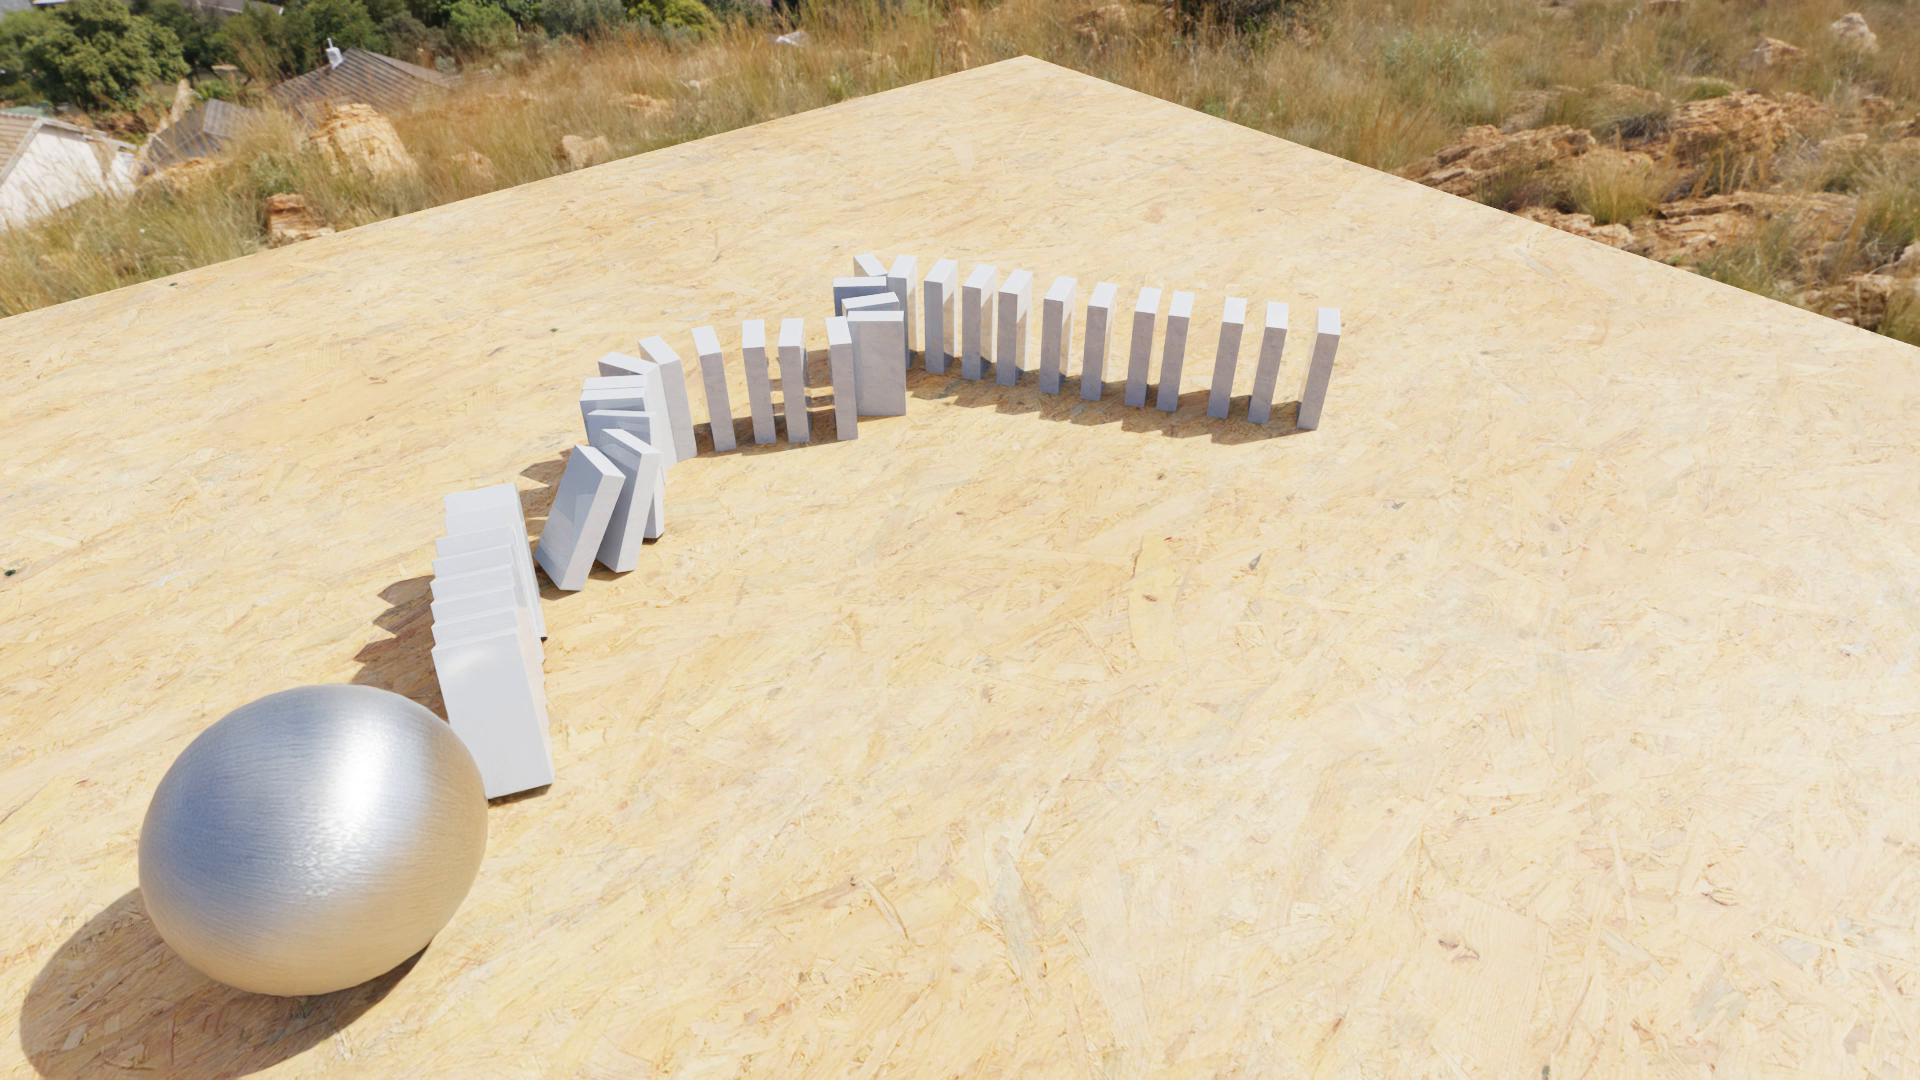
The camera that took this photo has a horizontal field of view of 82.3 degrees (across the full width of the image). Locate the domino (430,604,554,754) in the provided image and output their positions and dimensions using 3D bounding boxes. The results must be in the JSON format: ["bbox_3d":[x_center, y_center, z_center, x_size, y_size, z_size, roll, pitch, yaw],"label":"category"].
[{"bbox_3d":[-0.150,0.048,0.354,0.025,0.050,0.010,-12,10,-15],"label":"domino"}]

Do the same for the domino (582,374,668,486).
[{"bbox_3d":[-0.142,-0.045,0.467,0.025,0.050,0.009,-4,39,-5],"label":"domino"}]

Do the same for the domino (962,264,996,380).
[{"bbox_3d":[0.009,-0.107,0.542,0.010,0.050,0.025,12,41,14],"label":"domino"}]

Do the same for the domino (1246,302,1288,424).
[{"bbox_3d":[0.143,-0.082,0.512,0.010,0.050,0.025,9,40,11],"label":"domino"}]

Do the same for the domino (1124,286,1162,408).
[{"bbox_3d":[0.087,-0.091,0.523,0.009,0.050,0.025,9,40,11],"label":"domino"}]

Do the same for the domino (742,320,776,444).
[{"bbox_3d":[-0.091,-0.071,0.499,0.009,0.050,0.025,-5,40,-7],"label":"domino"}]

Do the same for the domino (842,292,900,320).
[{"bbox_3d":[-0.041,-0.091,0.523,0.025,0.050,0.010,-11,41,-13],"label":"domino"}]

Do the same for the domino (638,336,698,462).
[{"bbox_3d":[-0.129,-0.062,0.487,0.009,0.050,0.025,-23,45,-26],"label":"domino"}]

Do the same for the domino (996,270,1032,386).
[{"bbox_3d":[0.027,-0.103,0.538,0.009,0.050,0.025,13,41,15],"label":"domino"}]

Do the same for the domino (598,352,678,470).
[{"bbox_3d":[-0.140,-0.055,0.479,0.025,0.050,0.009,18,42,20],"label":"domino"}]

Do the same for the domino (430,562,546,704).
[{"bbox_3d":[-0.158,0.035,0.370,0.025,0.050,0.009,-12,10,-15],"label":"domino"}]

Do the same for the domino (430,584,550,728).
[{"bbox_3d":[-0.154,0.042,0.362,0.025,0.050,0.009,-12,10,-15],"label":"domino"}]

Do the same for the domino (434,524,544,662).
[{"bbox_3d":[-0.165,0.021,0.388,0.025,0.050,0.010,-12,7,-15],"label":"domino"}]

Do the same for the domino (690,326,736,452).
[{"bbox_3d":[-0.111,-0.068,0.494,0.009,0.050,0.025,-13,41,-15],"label":"domino"}]

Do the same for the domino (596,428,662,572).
[{"bbox_3d":[-0.134,-0.016,0.431,0.025,0.050,0.009,28,21,29],"label":"domino"}]

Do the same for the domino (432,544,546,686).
[{"bbox_3d":[-0.162,0.028,0.379,0.025,0.050,0.009,-12,9,-15],"label":"domino"}]

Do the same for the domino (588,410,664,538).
[{"bbox_3d":[-0.134,-0.027,0.444,0.025,0.050,0.009,3,18,3],"label":"domino"}]

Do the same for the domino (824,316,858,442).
[{"bbox_3d":[-0.054,-0.073,0.501,0.009,0.050,0.025,-7,40,-8],"label":"domino"}]

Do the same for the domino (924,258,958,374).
[{"bbox_3d":[-0.009,-0.111,0.547,0.009,0.050,0.025,11,40,13],"label":"domino"}]

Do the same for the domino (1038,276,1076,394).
[{"bbox_3d":[0.047,-0.099,0.532,0.010,0.050,0.025,12,41,14],"label":"domino"}]

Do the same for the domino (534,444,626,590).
[{"bbox_3d":[-0.147,-0.008,0.424,0.010,0.050,0.025,7,24,-49],"label":"domino"}]

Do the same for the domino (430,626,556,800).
[{"bbox_3d":[-0.146,0.055,0.346,0.025,0.050,0.009,-12,10,-15],"label":"domino"}]

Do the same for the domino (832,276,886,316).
[{"bbox_3d":[-0.048,-0.103,0.538,0.025,0.050,0.009,-2,39,-2],"label":"domino"}]

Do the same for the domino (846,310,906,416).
[{"bbox_3d":[-0.038,-0.082,0.511,0.025,0.050,0.009,0,39,0],"label":"domino"}]

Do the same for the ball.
[{"bbox_3d":[-0.169,0.078,0.292,0.080,0.080,0.080,0,39,0],"label":"ball"}]

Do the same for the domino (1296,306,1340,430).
[{"bbox_3d":[0.165,-0.079,0.508,0.009,0.050,0.025,9,40,11],"label":"domino"}]

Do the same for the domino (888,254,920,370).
[{"bbox_3d":[-0.028,-0.114,0.550,0.009,0.050,0.025,6,40,7],"label":"domino"}]

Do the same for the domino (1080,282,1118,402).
[{"bbox_3d":[0.066,-0.095,0.527,0.010,0.050,0.025,11,40,13],"label":"domino"}]

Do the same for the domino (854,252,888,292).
[{"bbox_3d":[-0.044,-0.115,0.552,0.009,0.050,0.025,-15,42,-18],"label":"domino"}]

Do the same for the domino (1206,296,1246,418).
[{"bbox_3d":[0.125,-0.085,0.516,0.009,0.050,0.025,9,40,11],"label":"domino"}]

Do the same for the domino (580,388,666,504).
[{"bbox_3d":[-0.140,-0.038,0.457,0.025,0.050,0.010,-4,33,-5],"label":"domino"}]

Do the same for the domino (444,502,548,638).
[{"bbox_3d":[-0.169,0.014,0.401,0.025,0.050,0.009,-12,-3,-15],"label":"domino"}]

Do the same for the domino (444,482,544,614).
[{"bbox_3d":[-0.175,0.006,0.412,0.025,0.010,0.050,-12,83,-15],"label":"domino"}]

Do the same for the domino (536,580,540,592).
[{"bbox_3d":[-0.185,0.006,0.436,0.025,0.010,0.050,-17,42,-20],"label":"domino"}]

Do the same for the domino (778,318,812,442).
[{"bbox_3d":[-0.074,-0.072,0.500,0.009,0.050,0.025,-2,39,-2],"label":"domino"}]

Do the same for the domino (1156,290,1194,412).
[{"bbox_3d":[0.102,-0.089,0.520,0.009,0.050,0.025,9,40,11],"label":"domino"}]
